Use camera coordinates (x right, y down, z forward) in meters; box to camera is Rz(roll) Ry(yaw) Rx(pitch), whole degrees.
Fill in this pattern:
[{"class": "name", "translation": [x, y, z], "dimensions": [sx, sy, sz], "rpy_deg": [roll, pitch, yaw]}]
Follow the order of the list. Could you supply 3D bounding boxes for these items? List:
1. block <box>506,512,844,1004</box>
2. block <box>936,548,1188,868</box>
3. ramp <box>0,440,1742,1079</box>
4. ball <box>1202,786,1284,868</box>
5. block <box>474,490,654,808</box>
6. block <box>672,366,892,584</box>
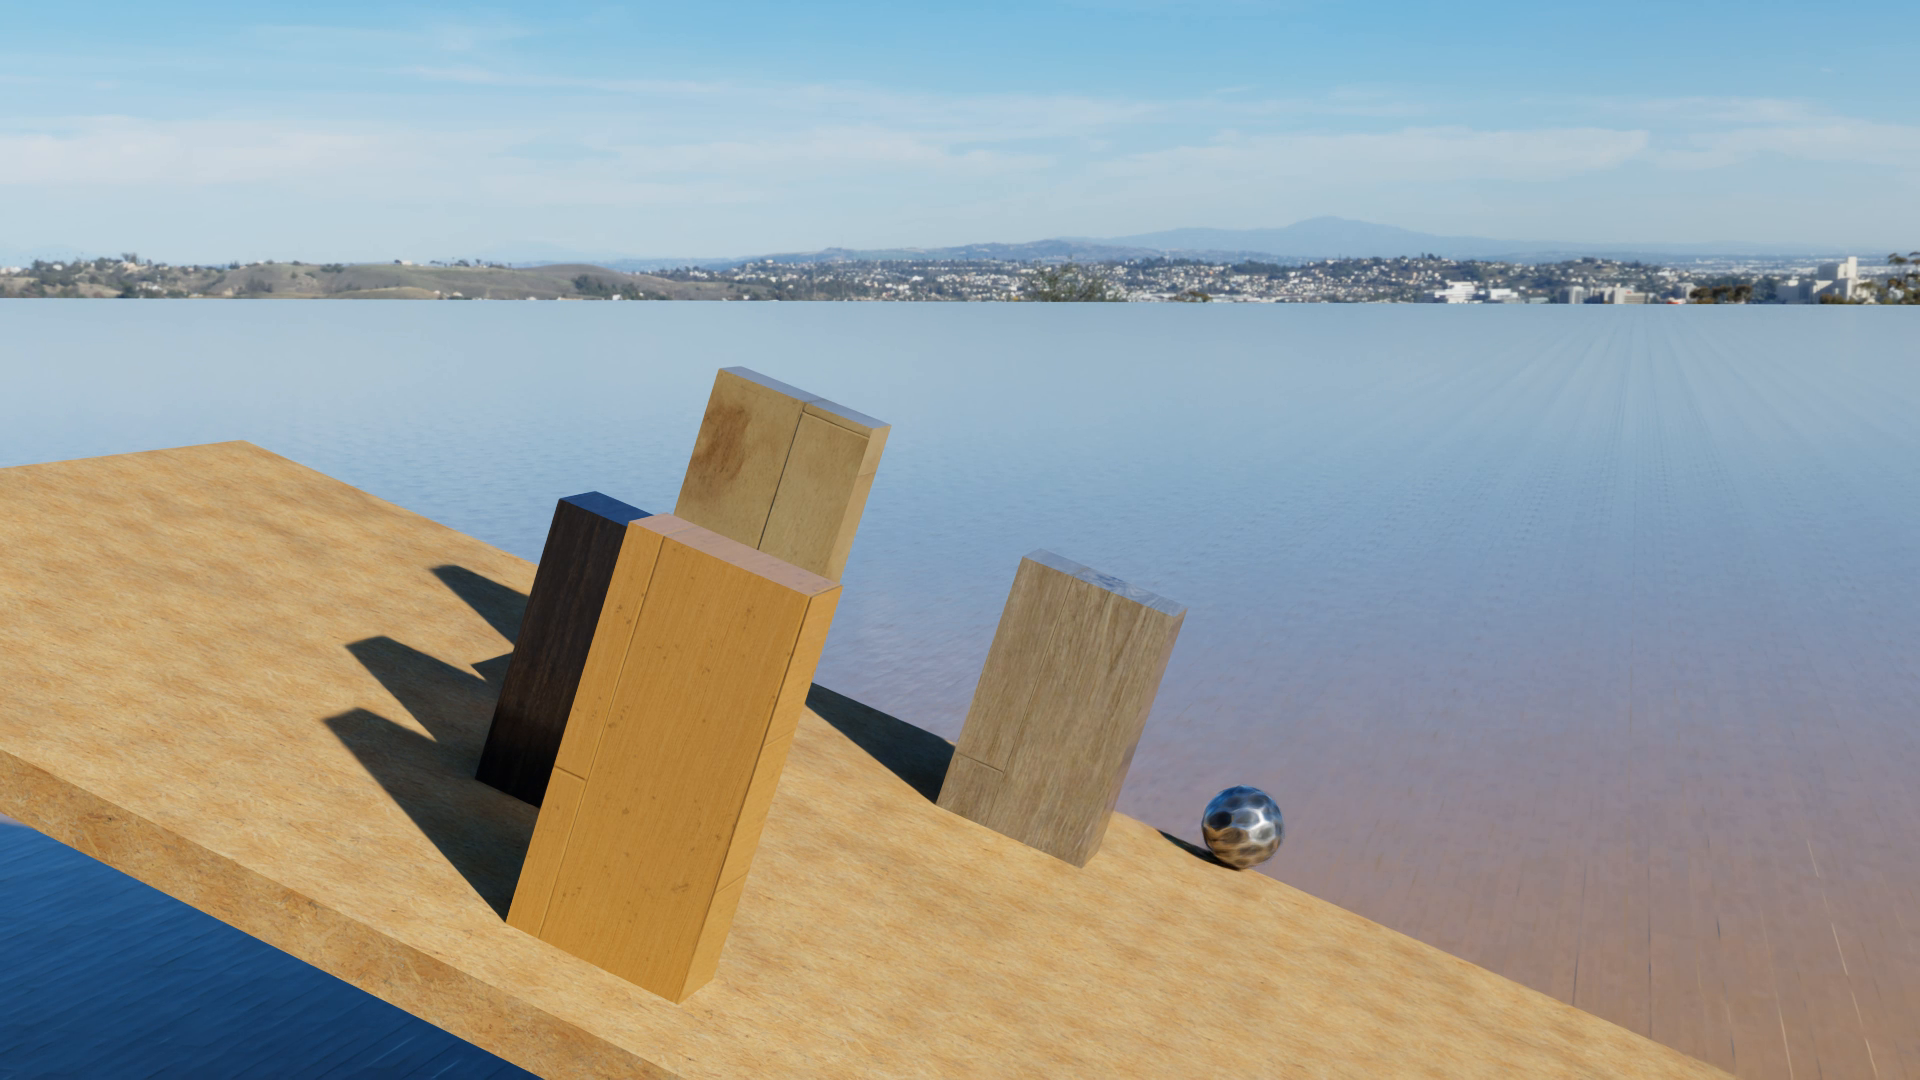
[{"class": "block", "translation": [-0.450, 0.339, 3.443], "dimensions": [0.315, 0.688, 0.134], "rpy_deg": [22, 12, 14]}, {"class": "block", "translation": [0.214, 0.353, 4.657], "dimensions": [0.341, 0.575, 0.146], "rpy_deg": [22, 12, 14]}, {"class": "ramp", "translation": [-0.340, 0.628, 4.215], "dimensions": [4.000, 0.100, 2.000], "rpy_deg": [22, 12, 14]}, {"class": "ball", "translation": [0.635, 0.645, 4.943], "dimensions": [0.183, 0.183, 0.183], "rpy_deg": [0, 7, 0]}, {"class": "block", "translation": [-0.655, 0.221, 3.984], "dimensions": [0.266, 0.550, 0.144], "rpy_deg": [22, 12, 14]}, {"class": "block", "translation": [-0.428, 0.078, 4.414], "dimensions": [0.339, 0.779, 0.114], "rpy_deg": [22, 12, 14]}]
